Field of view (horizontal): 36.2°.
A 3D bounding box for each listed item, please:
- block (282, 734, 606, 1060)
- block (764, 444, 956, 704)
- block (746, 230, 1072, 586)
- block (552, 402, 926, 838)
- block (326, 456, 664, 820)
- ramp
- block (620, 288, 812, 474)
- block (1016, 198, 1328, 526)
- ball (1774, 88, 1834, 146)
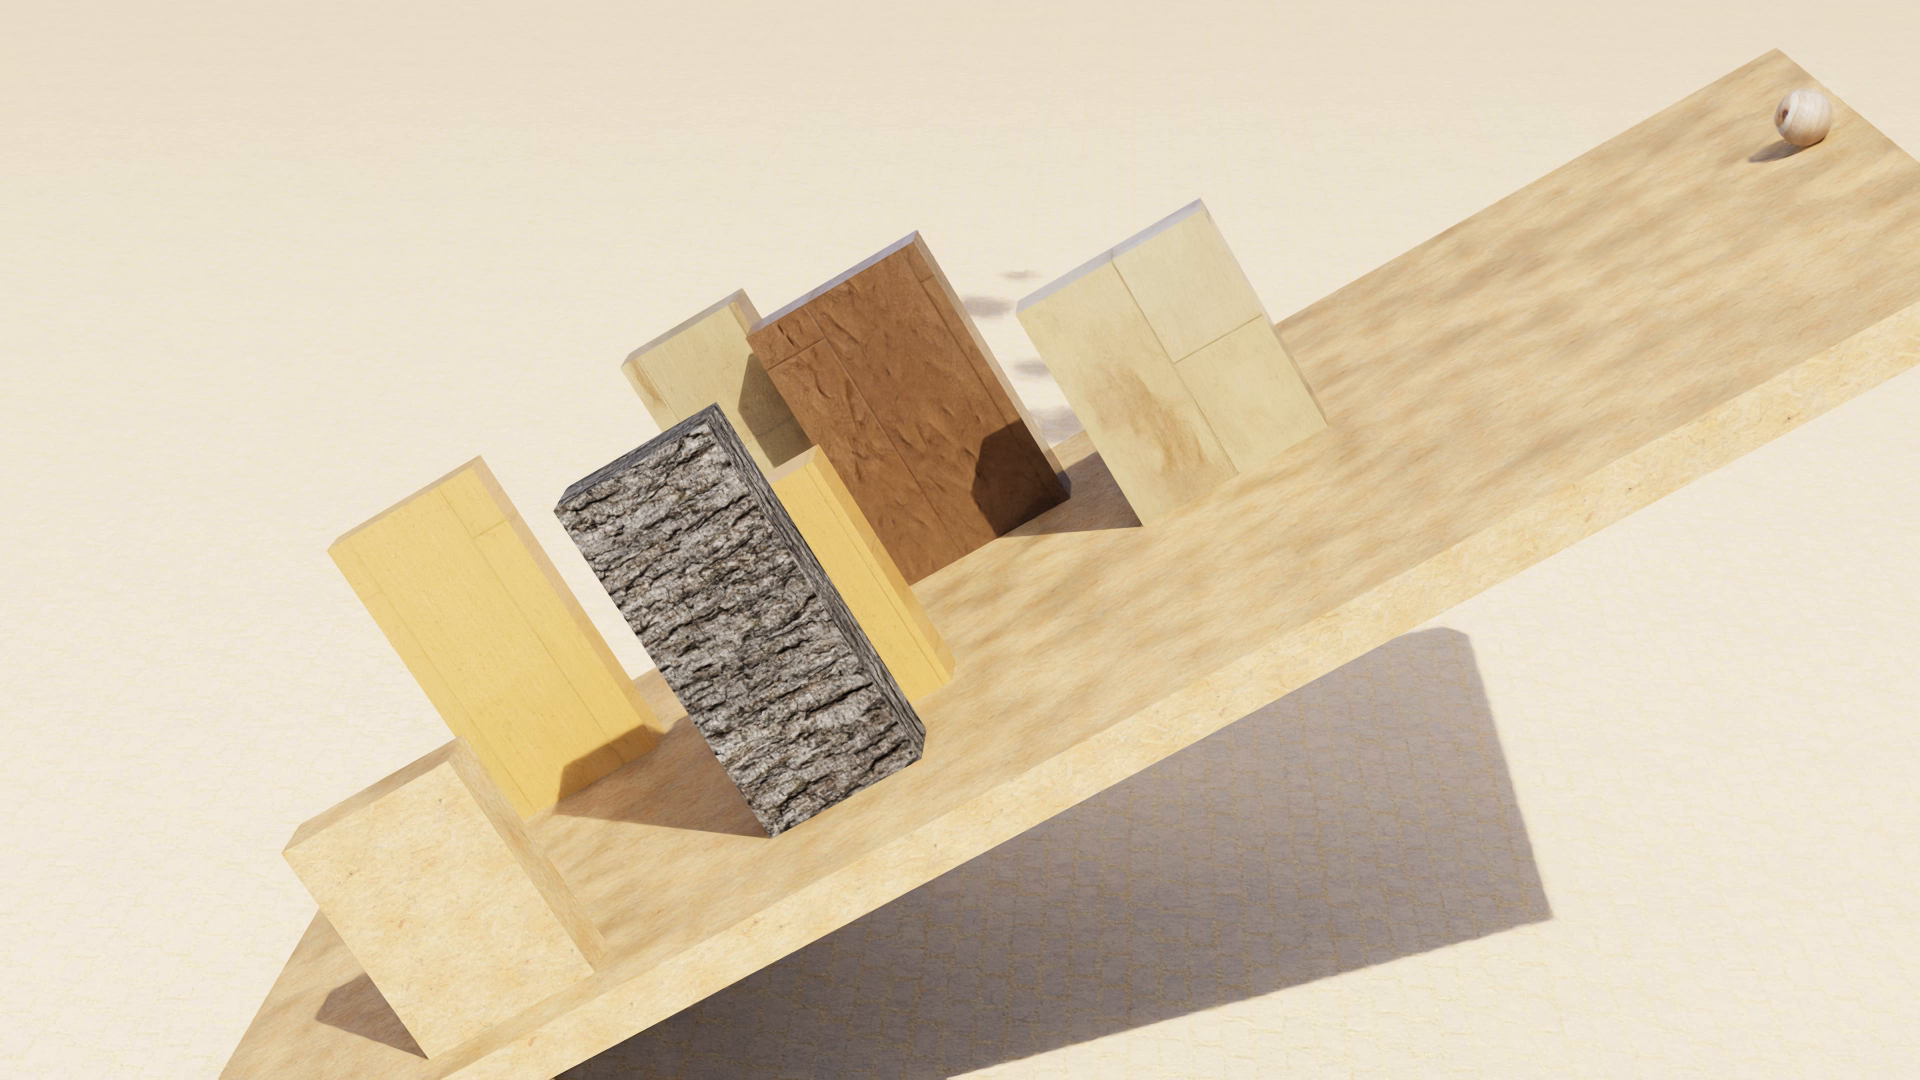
[{"bbox_3d":[-0.993,0.693,5.685,0.387,0.507,0.131,-29,15,12],"label":"block"},{"bbox_3d":[-0.284,0.119,6.037,0.308,0.543,0.118,-29,15,12],"label":"block"},{"bbox_3d":[-0.113,-0.295,6.739,0.445,0.694,0.119,-29,15,12],"label":"block"},{"bbox_3d":[-0.418,0.161,5.702,0.346,0.781,0.147,-29,15,12],"label":"block"},{"bbox_3d":[-1.065,0.235,6.783,0.401,0.780,0.095,-29,15,12],"label":"block"},{"bbox_3d":[0.142,0.168,6.287,4.000,0.100,2.000,-29,15,12],"label":"ramp"},{"bbox_3d":[-0.463,-0.193,7.016,0.322,0.748,0.127,-29,15,12],"label":"block"},{"bbox_3d":[0.444,-0.370,6.165,0.441,0.534,0.116,-29,15,12],"label":"block"},{"bbox_3d":[1.721,-0.862,5.996,0.114,0.114,0.114,0,19,0],"label":"ball"}]
